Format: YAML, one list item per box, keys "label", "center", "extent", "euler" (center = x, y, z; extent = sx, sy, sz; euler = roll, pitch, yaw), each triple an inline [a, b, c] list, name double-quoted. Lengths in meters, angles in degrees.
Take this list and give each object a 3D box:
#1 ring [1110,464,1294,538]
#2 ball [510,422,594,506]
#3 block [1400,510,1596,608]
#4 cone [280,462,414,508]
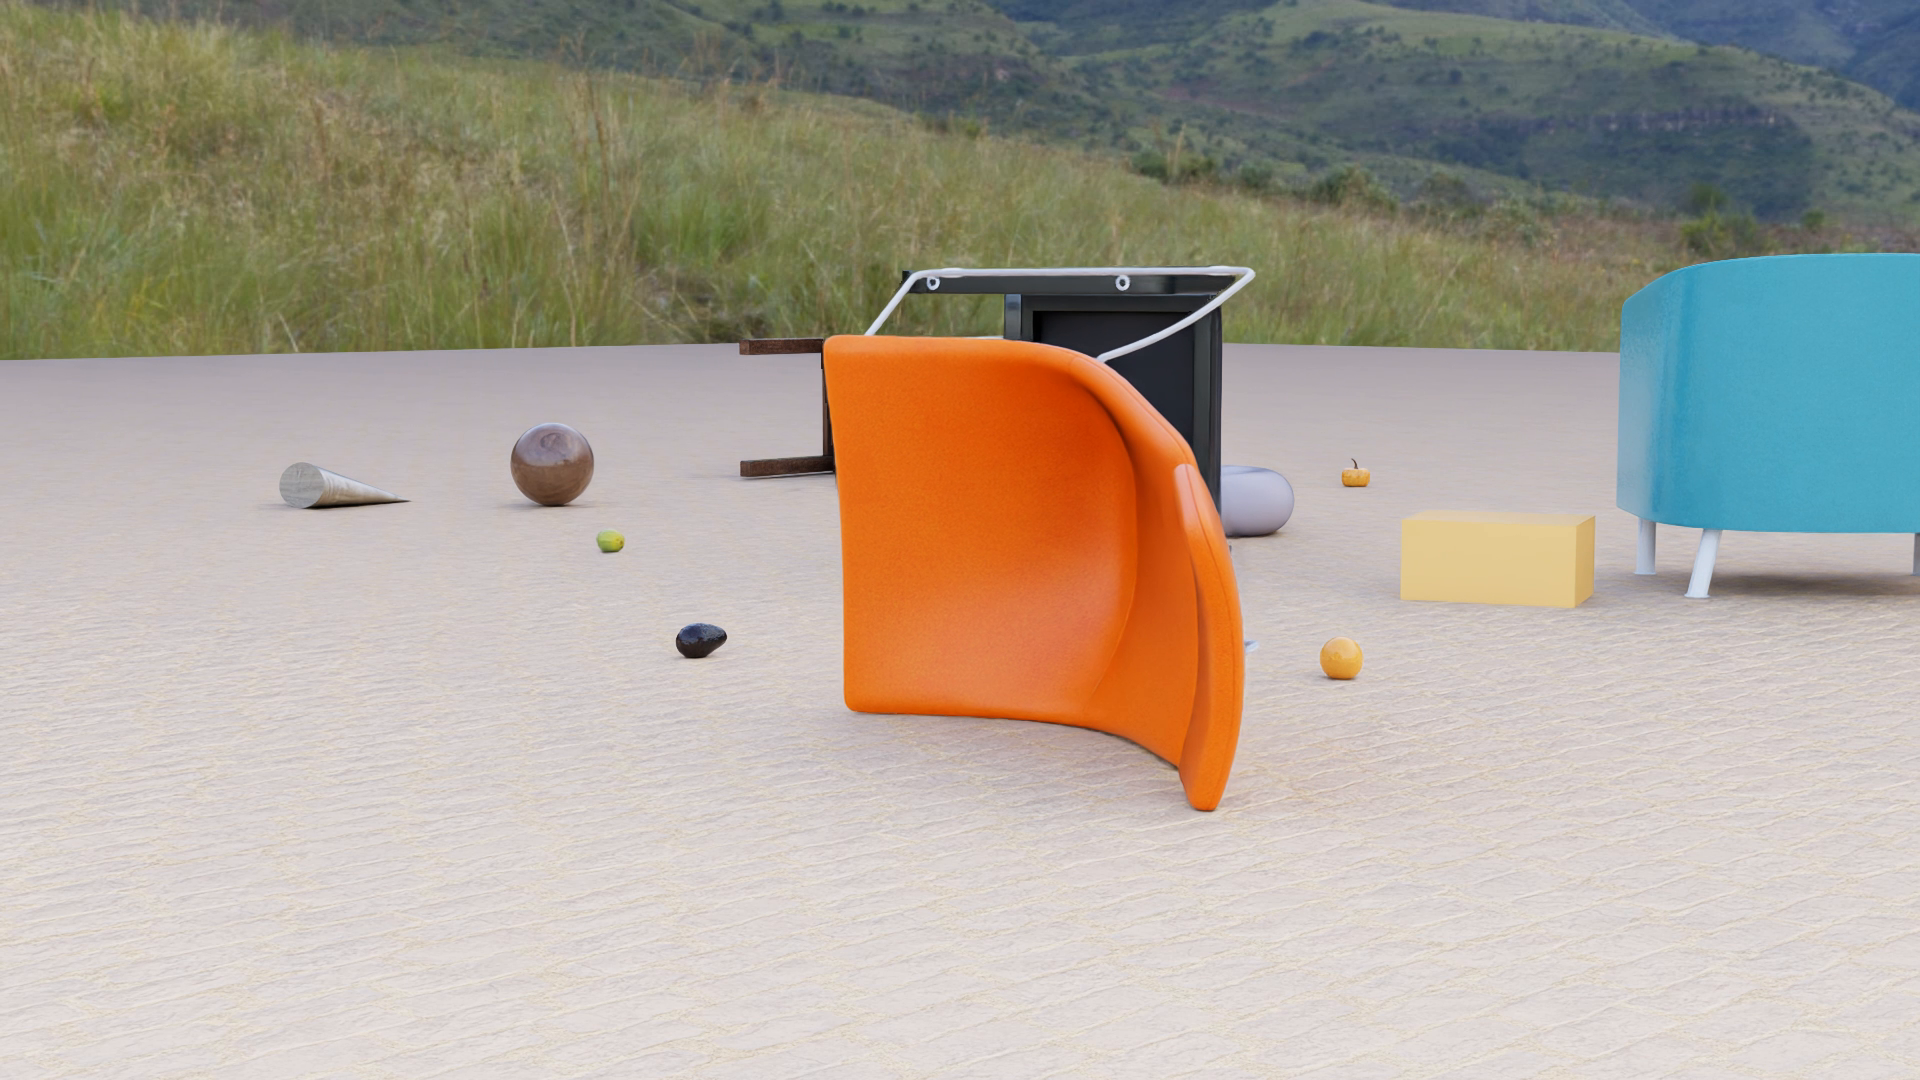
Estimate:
- label: "ring"
  center: [0.622, -0.100, 6.609]
  extent: [0.478, 0.163, 0.404]
  euler: [1, 7, 16]
- label: "ball"
  center: [-1.168, -0.218, 7.354]
  extent: [0.240, 0.240, 0.240]
  euler: [0, 6, 0]
- label: "block"
  center: [1.107, 0.035, 5.274]
  extent: [0.350, 0.164, 0.245]
  euler: [2, 6, 22]
- label: "cone"
  center: [-1.737, -0.135, 7.408]
  extent: [0.351, 0.131, 0.315]
  euler: [9, -2, -37]
